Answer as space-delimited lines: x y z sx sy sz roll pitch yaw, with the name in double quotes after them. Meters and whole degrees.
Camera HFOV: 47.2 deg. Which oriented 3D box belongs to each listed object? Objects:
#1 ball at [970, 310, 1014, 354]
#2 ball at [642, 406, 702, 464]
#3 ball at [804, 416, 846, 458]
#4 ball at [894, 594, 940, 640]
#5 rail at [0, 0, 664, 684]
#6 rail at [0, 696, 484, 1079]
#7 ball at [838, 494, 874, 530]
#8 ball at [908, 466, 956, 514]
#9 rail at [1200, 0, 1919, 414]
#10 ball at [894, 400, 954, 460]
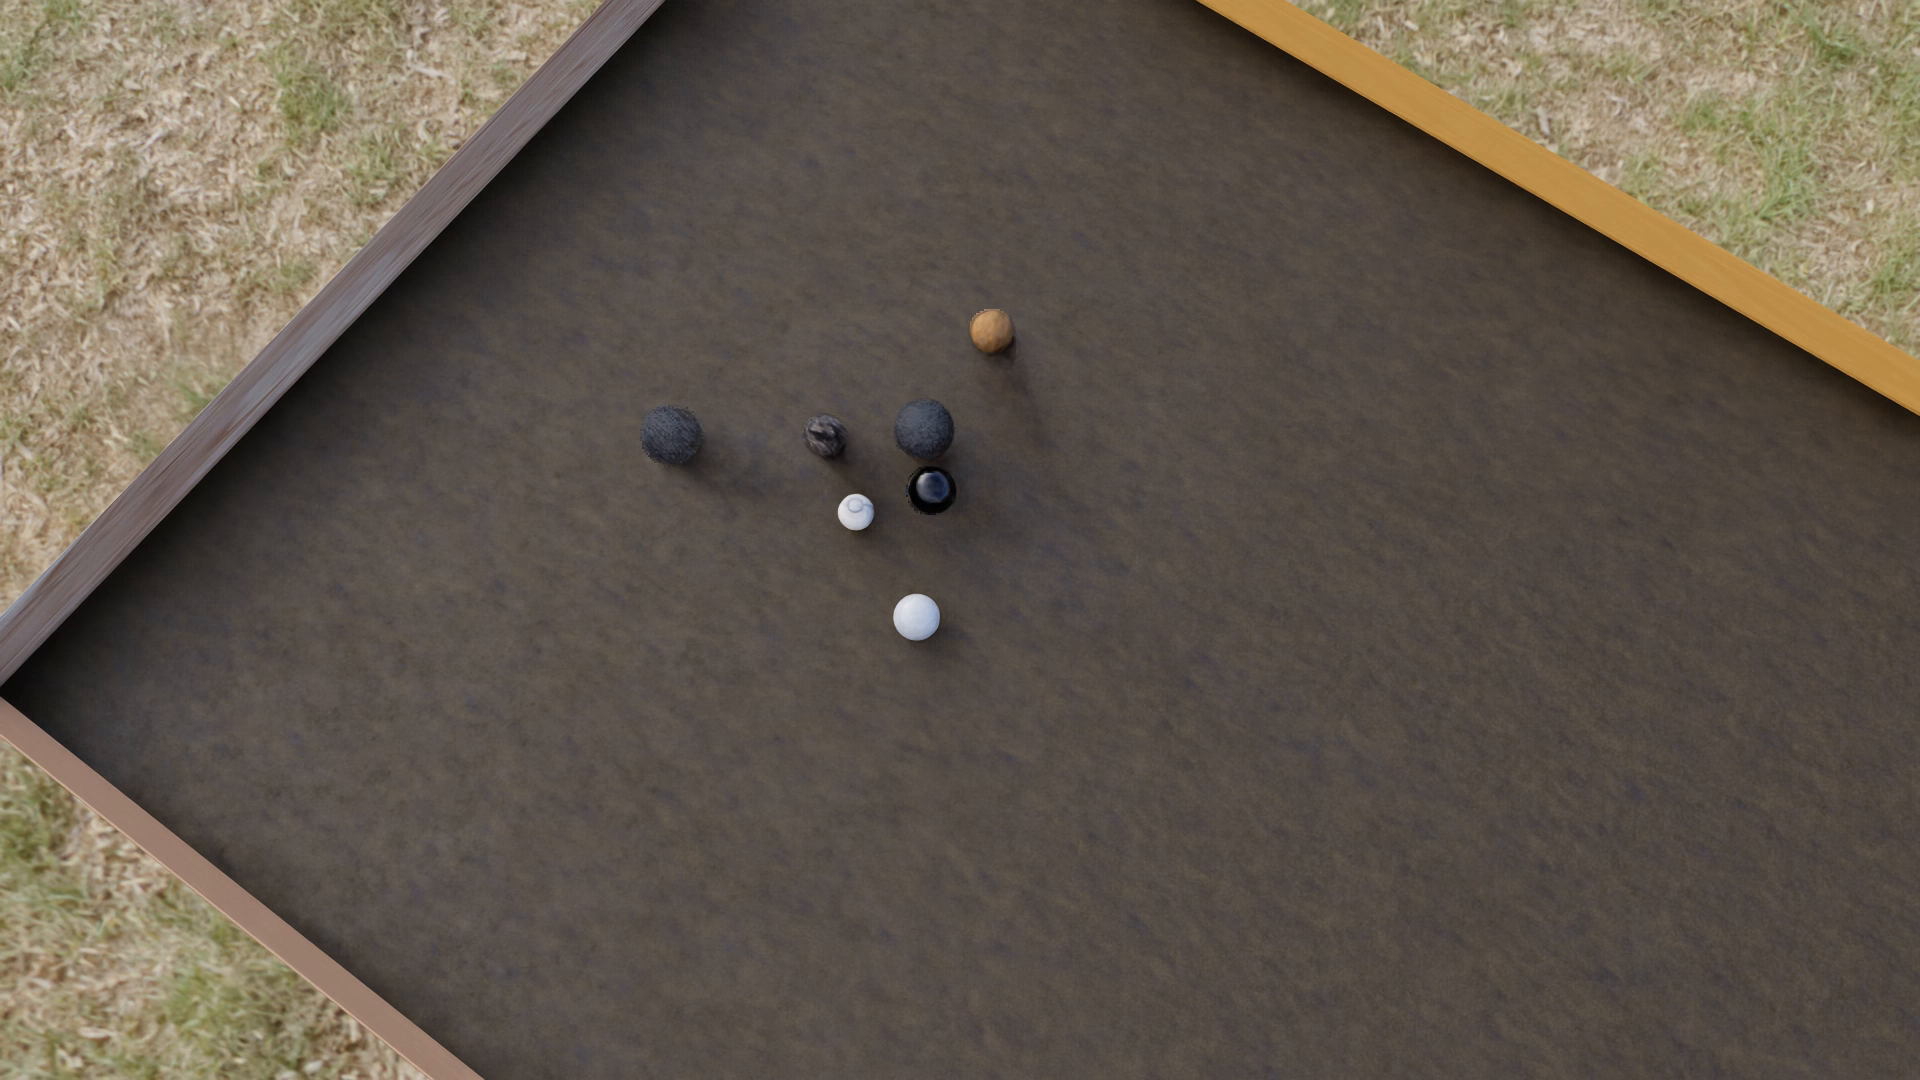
0.054 -0.349 3.702 0.072 0.072 0.072 0 66 0 "ball"
-0.473 -0.172 3.609 0.095 0.095 0.095 0 66 0 "ball"
-0.221 -0.170 3.623 0.069 0.069 0.069 0 66 0 "ball"
-0.069 0.122 3.488 0.075 0.075 0.075 0 66 0 "ball"
-0.865 -0.588 3.777 0.045 0.129 2.294 34 70 14 "rail"
0.221 1.405 2.881 4.380 0.129 0.045 34 70 14 "rail"
-0.169 -0.045 3.572 0.059 0.059 0.059 0 66 0 "ball"
-0.045 -0.081 3.578 0.078 0.078 0.078 0 66 0 "ball"
1.547 -0.249 3.624 4.380 0.129 0.045 34 70 14 "rail"
-0.059 -0.181 3.611 0.099 0.099 0.099 0 66 0 "ball"
